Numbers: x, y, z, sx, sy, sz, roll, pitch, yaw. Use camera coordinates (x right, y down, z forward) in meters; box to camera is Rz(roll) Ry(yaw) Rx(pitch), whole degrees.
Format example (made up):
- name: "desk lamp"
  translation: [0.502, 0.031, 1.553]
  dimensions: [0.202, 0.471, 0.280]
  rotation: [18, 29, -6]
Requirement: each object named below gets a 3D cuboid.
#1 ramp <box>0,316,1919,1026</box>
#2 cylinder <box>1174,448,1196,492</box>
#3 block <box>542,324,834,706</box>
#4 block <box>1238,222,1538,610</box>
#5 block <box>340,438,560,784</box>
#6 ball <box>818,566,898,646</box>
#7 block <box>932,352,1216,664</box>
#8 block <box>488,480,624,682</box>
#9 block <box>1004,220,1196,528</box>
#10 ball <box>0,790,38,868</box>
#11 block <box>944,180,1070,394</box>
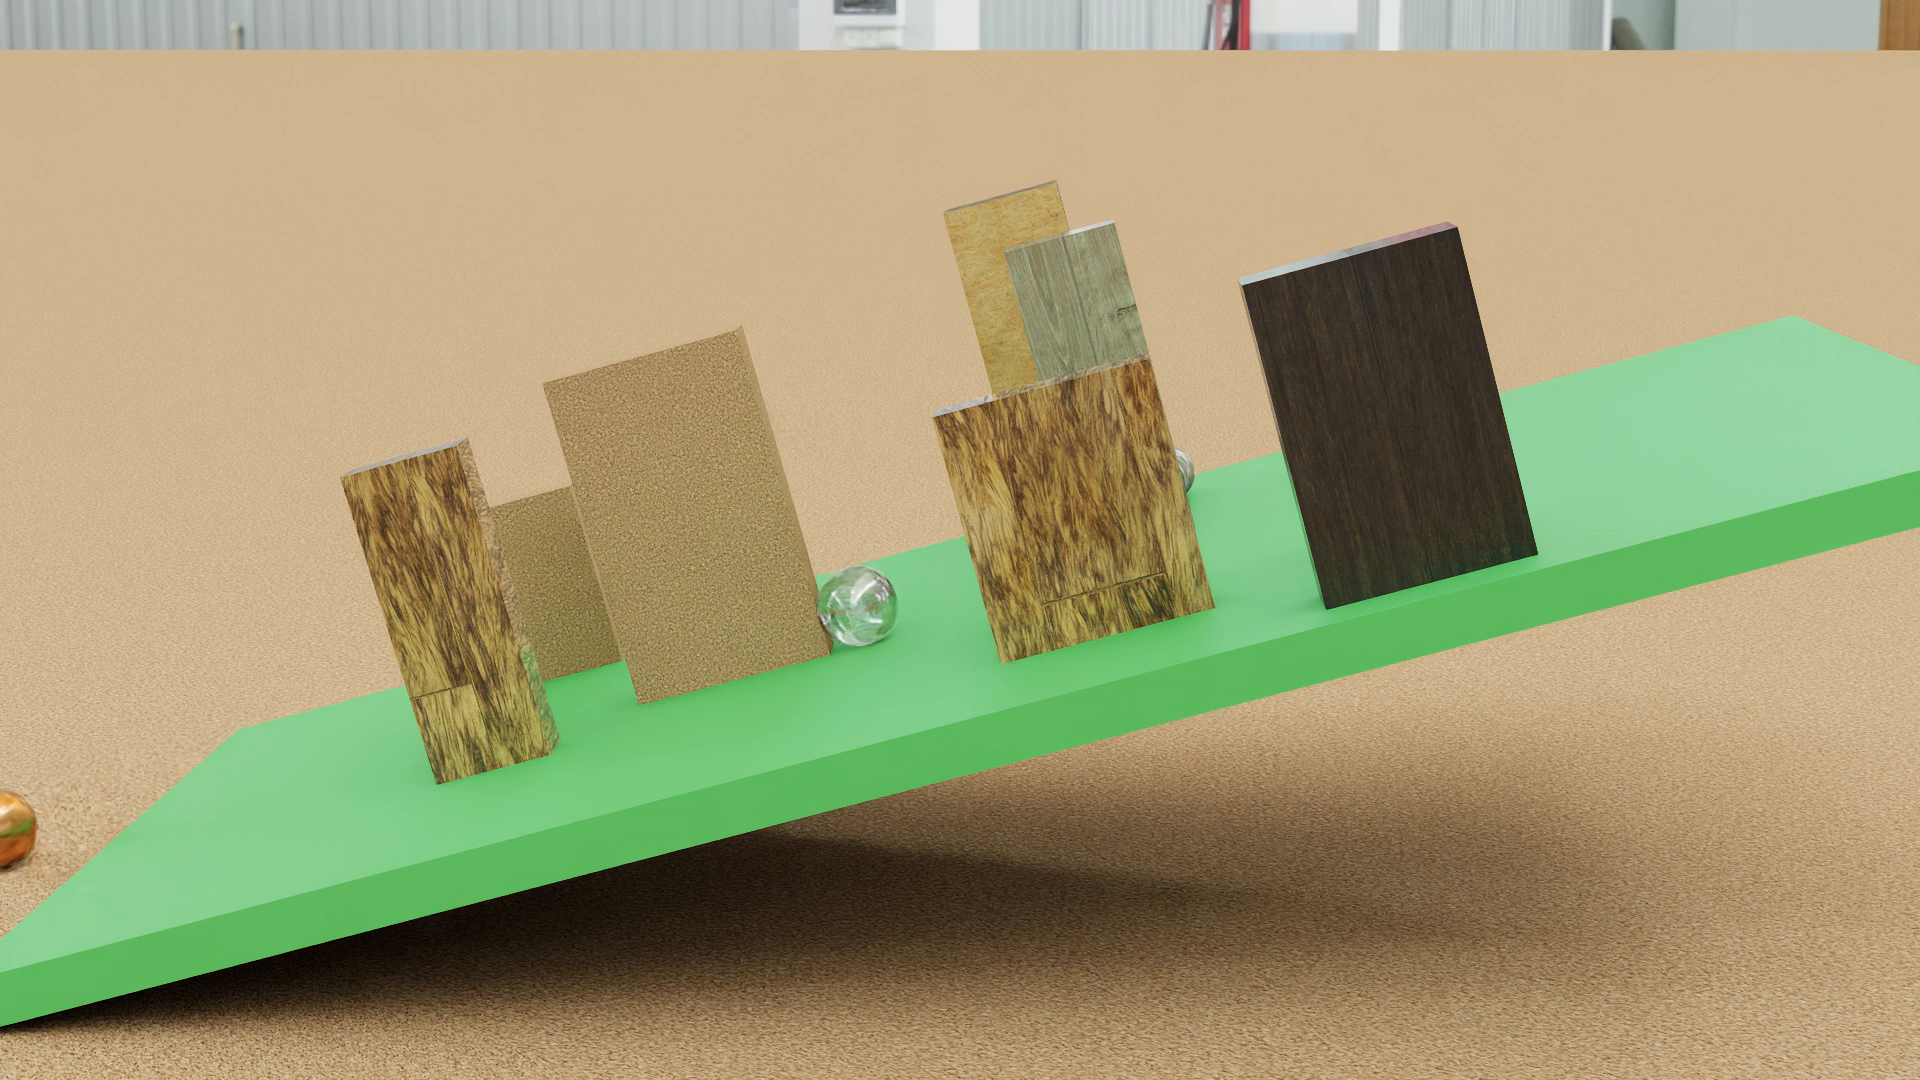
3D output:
- name: "ramp"
  translation: [0.082, 0.190, 6.328]
  dimensions: [4.000, 0.100, 2.000]
  rotation: [-15, 9, 4]
- name: "cylinder"
  translation: [0.479, -0.145, 6.935]
  dimensions: [0.130, 0.130, 0.130]
  rotation: [3, 14, 14]
- name: "block"
  translation: [-0.577, -0.052, 6.299]
  dimensions: [0.427, 0.721, 0.119]
  rotation: [-15, 9, 4]
- name: "block"
  translation: [0.785, -0.229, 5.411]
  dimensions: [0.399, 0.619, 0.140]
  rotation: [-15, 9, 4]
- name: "block"
  translation: [-1.049, 0.147, 6.073]
  dimensions: [0.248, 0.666, 0.120]
  rotation: [-15, 9, 4]
- name: "ball"
  translation: [-0.217, 0.140, 6.271]
  dimensions: [0.172, 0.172, 0.172]
  rotation: [0, 10, 0]
- name: "block"
  translation: [0.222, -0.062, 5.718]
  dimensions: [0.430, 0.502, 0.110]
  rotation: [-15, 9, 4]
- name: "block"
  translation: [-0.999, 0.110, 6.935]
  dimensions: [0.312, 0.431, 0.104]
  rotation: [-15, 9, 4]
- name: "block"
  translation: [0.313, -0.338, 6.563]
  dimensions: [0.251, 0.705, 0.115]
  rotation: [-15, 9, 4]
- name: "ball"
  translation: [-2.154, 0.646, 6.574]
  dimensions: [0.177, 0.177, 0.177]
  rotation: [0, 10, 0]
- name: "block"
  translation: [0.200, -0.428, 6.981]
  dimensions: [0.273, 0.799, 0.139]
  rotation: [-15, 9, 4]
